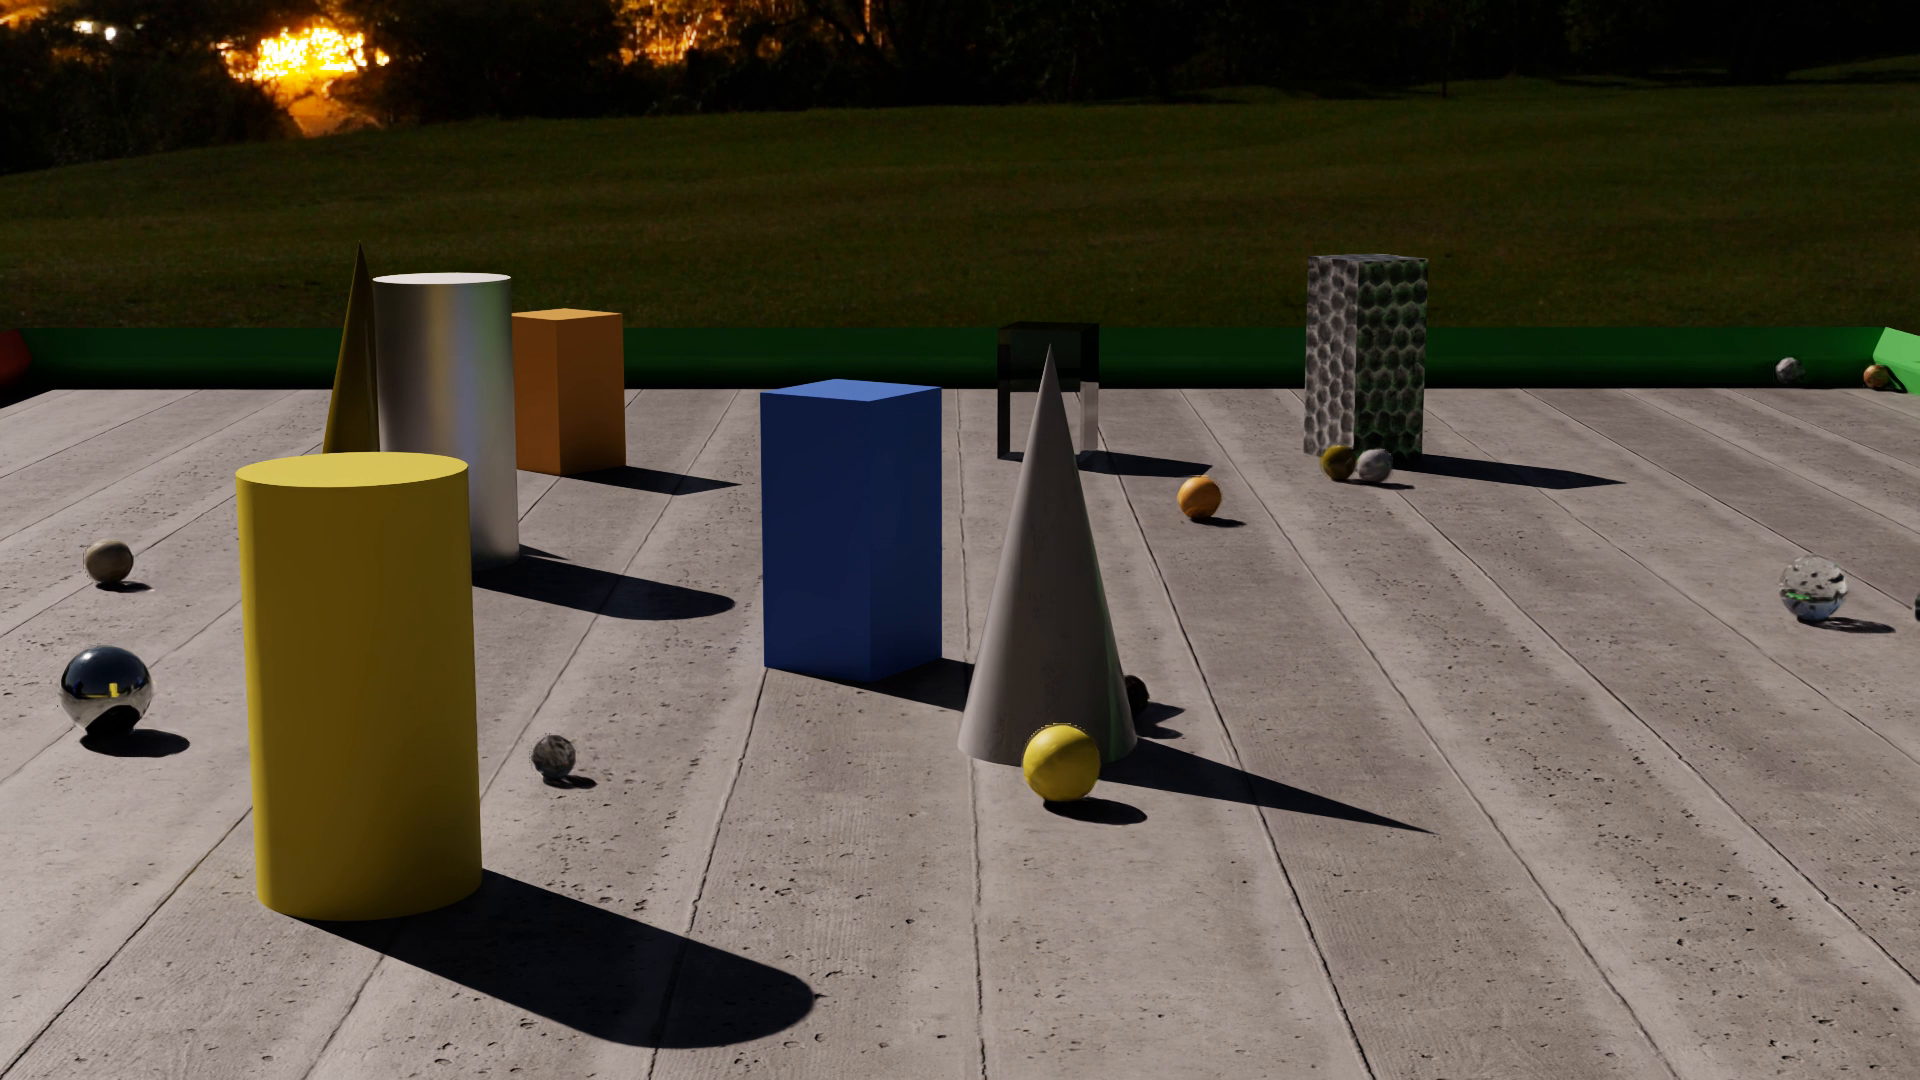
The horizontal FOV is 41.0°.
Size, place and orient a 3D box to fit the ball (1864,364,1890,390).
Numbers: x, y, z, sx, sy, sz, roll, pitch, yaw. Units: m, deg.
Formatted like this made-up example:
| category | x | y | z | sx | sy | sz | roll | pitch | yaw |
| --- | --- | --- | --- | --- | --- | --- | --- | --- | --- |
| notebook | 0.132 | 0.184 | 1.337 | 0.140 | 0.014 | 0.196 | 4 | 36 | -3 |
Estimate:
| category | x | y | z | sx | sy | sz | roll | pitch | yaw |
| --- | --- | --- | --- | --- | --- | --- | --- | --- | --- |
| ball | 2.084 | -0.371 | 5.832 | 0.058 | 0.058 | 0.058 | 0 | 10 | 0 |

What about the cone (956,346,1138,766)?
| category | x | y | z | sx | sy | sz | roll | pitch | yaw |
| --- | --- | --- | --- | --- | --- | --- | --- | --- | --- |
| cone | 0.095 | 0.007 | 2.750 | 0.198 | 0.437 | 0.198 | 0 | 10 | 0 |

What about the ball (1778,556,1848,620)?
| category | x | y | z | sx | sy | sz | roll | pitch | yaw |
| --- | --- | --- | --- | --- | --- | --- | --- | --- | --- |
| ball | 1.132 | 0.064 | 3.405 | 0.087 | 0.087 | 0.087 | 0 | 10 | 0 |

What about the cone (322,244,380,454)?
| category | x | y | z | sx | sy | sz | roll | pitch | yaw |
| --- | --- | --- | --- | --- | --- | --- | --- | --- | --- |
| cone | -0.954 | -0.255 | 4.119 | 0.198 | 0.452 | 0.198 | 0 | 10 | 0 |

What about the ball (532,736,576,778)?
| category | x | y | z | sx | sy | sz | roll | pitch | yaw |
| --- | --- | --- | --- | --- | --- | --- | --- | --- | --- |
| ball | -0.420 | 0.224 | 2.651 | 0.045 | 0.045 | 0.045 | 0 | 10 | 0 |

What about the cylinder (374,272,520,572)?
| category | x | y | z | sx | sy | sz | roll | pitch | yaw |
| --- | --- | --- | --- | --- | --- | --- | --- | --- | --- |
| cylinder | -0.757 | -0.176 | 3.786 | 0.198 | 0.419 | 0.198 | 0 | 10 | 0 |

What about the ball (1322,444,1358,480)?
| category | x | y | z | sx | sy | sz | roll | pitch | yaw |
| --- | --- | --- | --- | --- | --- | --- | --- | --- | --- |
| ball | 0.674 | -0.138 | 4.560 | 0.063 | 0.063 | 0.063 | 0 | 10 | 0 |

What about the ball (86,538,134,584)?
| category | x | y | z | sx | sy | sz | roll | pitch | yaw |
| --- | --- | --- | --- | --- | --- | --- | --- | --- | --- |
| ball | -1.209 | 0.030 | 3.646 | 0.065 | 0.065 | 0.065 | 0 | 10 | 0 |

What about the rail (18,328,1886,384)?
| category | x | y | z | sx | sy | sz | roll | pitch | yaw |
| --- | --- | --- | --- | --- | --- | --- | --- | --- | --- |
| rail | -0.014 | -0.422 | 5.907 | 4.313 | 0.128 | 0.045 | 0 | 10 | 0 |

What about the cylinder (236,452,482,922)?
| category | x | y | z | sx | sy | sz | roll | pitch | yaw |
| --- | --- | --- | --- | --- | --- | --- | --- | --- | --- |
| cylinder | -0.530 | 0.124 | 2.274 | 0.198 | 0.379 | 0.198 | 0 | 10 | 0 |

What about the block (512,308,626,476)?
| category | x | y | z | sx | sy | sz | roll | pitch | yaw |
| --- | --- | --- | --- | --- | --- | --- | --- | --- | --- |
| block | -0.726 | -0.273 | 4.691 | 0.158 | 0.280 | 0.158 | 9 | 14 | 40 |

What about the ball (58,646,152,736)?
| category | x | y | z | sx | sy | sz | roll | pitch | yaw |
| --- | --- | --- | --- | --- | --- | --- | --- | --- | --- |
| ball | -0.939 | 0.165 | 2.821 | 0.099 | 0.099 | 0.099 | 0 | 10 | 0 |

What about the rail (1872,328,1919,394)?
| category | x | y | z | sx | sy | sz | roll | pitch | yaw |
| --- | --- | --- | --- | --- | --- | --- | --- | --- | --- |
| rail | 2.133 | 0.031 | 3.461 | 0.045 | 0.128 | 5.047 | 0 | 10 | 0 |

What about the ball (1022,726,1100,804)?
| category | x | y | z | sx | sy | sz | roll | pitch | yaw |
| --- | --- | --- | --- | --- | --- | --- | --- | --- | --- |
| ball | 0.102 | 0.224 | 2.562 | 0.078 | 0.078 | 0.078 | 0 | 10 | 0 |

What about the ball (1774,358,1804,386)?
| category | x | y | z | sx | sy | sz | roll | pitch | yaw |
| --- | --- | --- | --- | --- | --- | --- | --- | --- | --- |
| ball | 1.902 | -0.385 | 5.882 | 0.066 | 0.066 | 0.066 | 0 | 10 | 0 |

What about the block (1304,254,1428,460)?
| category | x | y | z | sx | sy | sz | roll | pitch | yaw |
| --- | --- | --- | --- | --- | --- | --- | --- | --- | --- |
| block | 0.760 | -0.343 | 4.811 | 0.158 | 0.373 | 0.158 | -5 | 12 | -27 |

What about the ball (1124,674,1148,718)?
| category | x | y | z | sx | sy | sz | roll | pitch | yaw |
| --- | --- | --- | --- | --- | --- | --- | --- | --- | --- |
| ball | 0.185 | 0.174 | 2.857 | 0.049 | 0.049 | 0.049 | 0 | 10 | 0 |

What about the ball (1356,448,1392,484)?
| category | x | y | z | sx | sy | sz | roll | pitch | yaw |
| --- | --- | --- | --- | --- | --- | --- | --- | --- | --- |
| ball | 0.729 | -0.129 | 4.514 | 0.062 | 0.062 | 0.062 | 0 | 10 | 0 |

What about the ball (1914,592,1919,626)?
| category | x | y | z | sx | sy | sz | roll | pitch | yaw |
| --- | --- | --- | --- | --- | --- | --- | --- | --- | --- |
| ball | 1.266 | 0.089 | 3.300 | 0.074 | 0.074 | 0.074 | 0 | 10 | 0 |

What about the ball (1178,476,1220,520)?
| category | x | y | z | sx | sy | sz | roll | pitch | yaw |
| --- | --- | --- | --- | --- | --- | --- | --- | --- | --- |
| ball | 0.388 | -0.068 | 4.160 | 0.070 | 0.070 | 0.070 | 0 | 10 | 0 |

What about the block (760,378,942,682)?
| category | x | y | z | sx | sy | sz | roll | pitch | yaw |
| --- | --- | --- | --- | --- | --- | --- | --- | --- | --- |
| block | -0.131 | -0.016 | 3.140 | 0.158 | 0.339 | 0.158 | 7 | 12 | 32 |

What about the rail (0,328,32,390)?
| category | x | y | z | sx | sy | sz | roll | pitch | yaw |
| --- | --- | --- | --- | --- | --- | --- | --- | --- | --- |
| rail | -2.133 | 0.035 | 3.437 | 0.045 | 0.128 | 5.047 | 0 | 10 | 0 |

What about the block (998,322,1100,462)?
| category | x | y | z | sx | sy | sz | roll | pitch | yaw |
| --- | --- | --- | --- | --- | --- | --- | --- | --- | --- |
| block | 0.167 | -0.281 | 4.837 | 0.158 | 0.243 | 0.158 | 3 | 11 | 15 |
